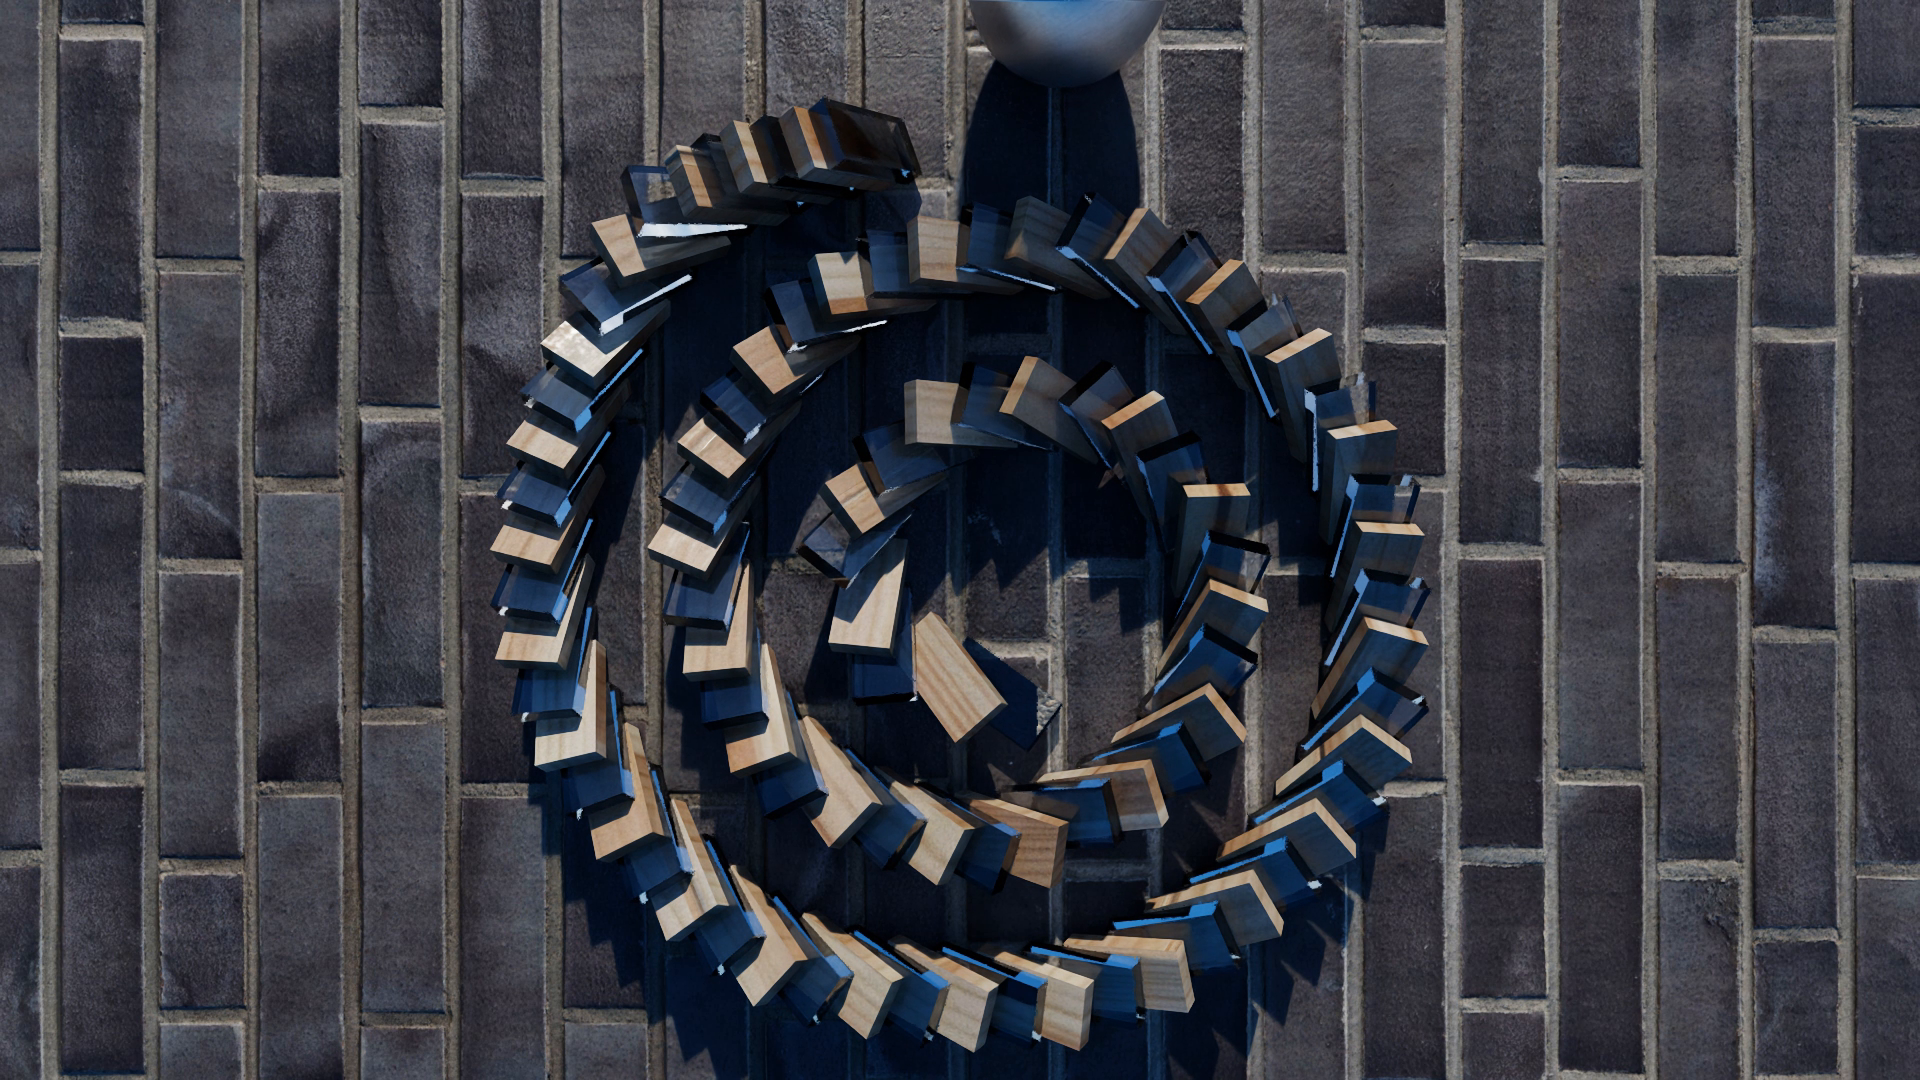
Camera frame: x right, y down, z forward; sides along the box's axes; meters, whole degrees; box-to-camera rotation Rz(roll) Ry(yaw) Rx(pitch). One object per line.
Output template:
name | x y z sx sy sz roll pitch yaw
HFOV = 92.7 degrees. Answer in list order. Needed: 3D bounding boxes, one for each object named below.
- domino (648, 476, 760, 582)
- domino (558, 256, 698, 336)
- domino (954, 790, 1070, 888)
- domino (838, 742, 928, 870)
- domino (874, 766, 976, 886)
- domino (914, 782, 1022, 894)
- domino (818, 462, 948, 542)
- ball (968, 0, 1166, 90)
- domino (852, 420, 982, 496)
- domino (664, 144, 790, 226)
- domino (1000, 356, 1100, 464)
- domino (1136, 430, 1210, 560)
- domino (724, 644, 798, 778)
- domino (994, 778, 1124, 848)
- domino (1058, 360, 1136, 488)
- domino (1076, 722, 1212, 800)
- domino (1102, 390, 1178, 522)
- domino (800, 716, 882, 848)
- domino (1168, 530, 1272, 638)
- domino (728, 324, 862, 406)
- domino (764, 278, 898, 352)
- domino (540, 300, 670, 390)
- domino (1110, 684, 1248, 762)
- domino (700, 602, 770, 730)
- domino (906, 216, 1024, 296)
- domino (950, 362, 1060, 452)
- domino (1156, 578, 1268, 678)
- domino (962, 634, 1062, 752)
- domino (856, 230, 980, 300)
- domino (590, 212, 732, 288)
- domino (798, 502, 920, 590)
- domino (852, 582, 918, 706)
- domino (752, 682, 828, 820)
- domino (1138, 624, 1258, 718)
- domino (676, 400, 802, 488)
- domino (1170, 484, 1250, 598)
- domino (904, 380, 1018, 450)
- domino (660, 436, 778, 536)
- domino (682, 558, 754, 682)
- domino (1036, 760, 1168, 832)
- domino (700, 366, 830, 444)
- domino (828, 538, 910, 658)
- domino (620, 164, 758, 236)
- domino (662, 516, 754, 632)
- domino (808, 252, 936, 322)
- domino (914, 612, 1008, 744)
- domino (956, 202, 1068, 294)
domino | -0.106 -0.010 0.383 0.025 0.010 0.050 22 59 1
domino | -0.138 -0.109 0.383 0.025 0.010 0.050 47 59 0
domino | 0.019 0.124 0.383 0.050 0.009 0.025 8 90 32
domino | -0.040 0.111 0.383 0.050 0.010 0.025 35 90 31
domino | -0.021 0.118 0.383 0.050 0.010 0.025 27 90 31
domino | -0.001 0.124 0.383 0.050 0.009 0.025 20 91 32
domino | -0.032 -0.023 0.382 0.050 0.010 0.025 -36 89 -34
ball | 0.042 -0.222 0.360 0.080 0.080 0.080 0 90 0
domino | -0.018 -0.038 0.382 0.050 0.009 0.025 -23 90 -34
domino | -0.095 -0.145 0.377 0.009 0.050 0.025 -20 90 37
domino | 0.042 -0.053 0.382 0.050 0.009 0.025 26 90 -33
domino | 0.092 -0.018 0.383 0.025 0.009 0.050 -22 123 0
domino | -0.086 0.071 0.383 0.025 0.009 0.050 -20 59 0
domino | 0.041 0.115 0.383 0.050 0.010 0.025 -13 90 31
domino | 0.065 -0.048 0.383 0.025 0.010 0.050 -42 123 0
domino | 0.076 0.096 0.383 0.050 0.010 0.025 -28 90 32
domino | 0.080 -0.034 0.383 0.025 0.009 0.050 -30 122 0
domino | -0.057 0.101 0.383 0.025 0.009 0.050 -46 58 0
domino | 0.108 0.022 0.383 0.025 0.009 0.050 14 122 0
domino | -0.068 -0.080 0.383 0.025 0.010 0.050 49 59 0
domino | -0.054 -0.097 0.383 0.050 0.009 0.025 -23 90 -31
domino | -0.147 -0.088 0.384 0.025 0.010 0.050 32 60 0
domino | 0.091 0.083 0.383 0.050 0.010 0.025 -38 90 32
domino | -0.095 0.052 0.383 0.025 0.010 0.050 -12 59 0
domino | 0.003 -0.118 0.383 0.050 0.010 0.025 -3 90 -30
domino | 0.022 -0.055 0.383 0.050 0.009 0.025 12 90 -33
domino | 0.105 0.042 0.383 0.025 0.010 0.050 22 122 0
domino | 0.016 0.066 0.395 0.050 0.009 0.025 36 90 0
domino | -0.017 -0.114 0.383 0.050 0.009 0.025 -8 90 -31
domino | -0.125 -0.125 0.383 0.050 0.009 0.025 -31 90 -32
domino | -0.042 -0.005 0.381 0.025 0.010 0.050 38 54 2
domino | -0.032 0.043 0.383 0.025 0.009 0.050 -6 60 4
domino | -0.076 0.088 0.383 0.025 0.009 0.050 -27 59 0
domino | 0.099 0.061 0.383 0.025 0.010 0.050 30 122 0
domino | -0.092 -0.047 0.383 0.025 0.010 0.050 36 59 0
domino | 0.104 0.001 0.382 0.025 0.009 0.050 -2 123 0
domino | 0.001 -0.052 0.382 0.050 0.010 0.025 -1 89 -33
domino | -0.100 -0.029 0.383 0.025 0.009 0.050 29 59 0
domino | -0.100 0.033 0.383 0.025 0.009 0.050 -6 59 0
domino | 0.059 0.108 0.383 0.050 0.009 0.025 -17 90 31
domino | -0.081 -0.065 0.383 0.025 0.010 0.050 44 60 0
domino | -0.037 0.023 0.383 0.025 0.009 0.050 5 61 5
domino | -0.112 -0.140 0.380 0.050 0.010 0.025 -15 86 -39
domino | -0.105 0.012 0.383 0.025 0.009 0.050 6 59 0
domino | -0.036 -0.107 0.383 0.050 0.009 0.025 -15 89 -31
domino | -0.005 0.057 0.384 0.025 0.010 0.050 -42 65 5
domino | 0.023 -0.121 0.383 0.050 0.009 0.025 6 90 -30
